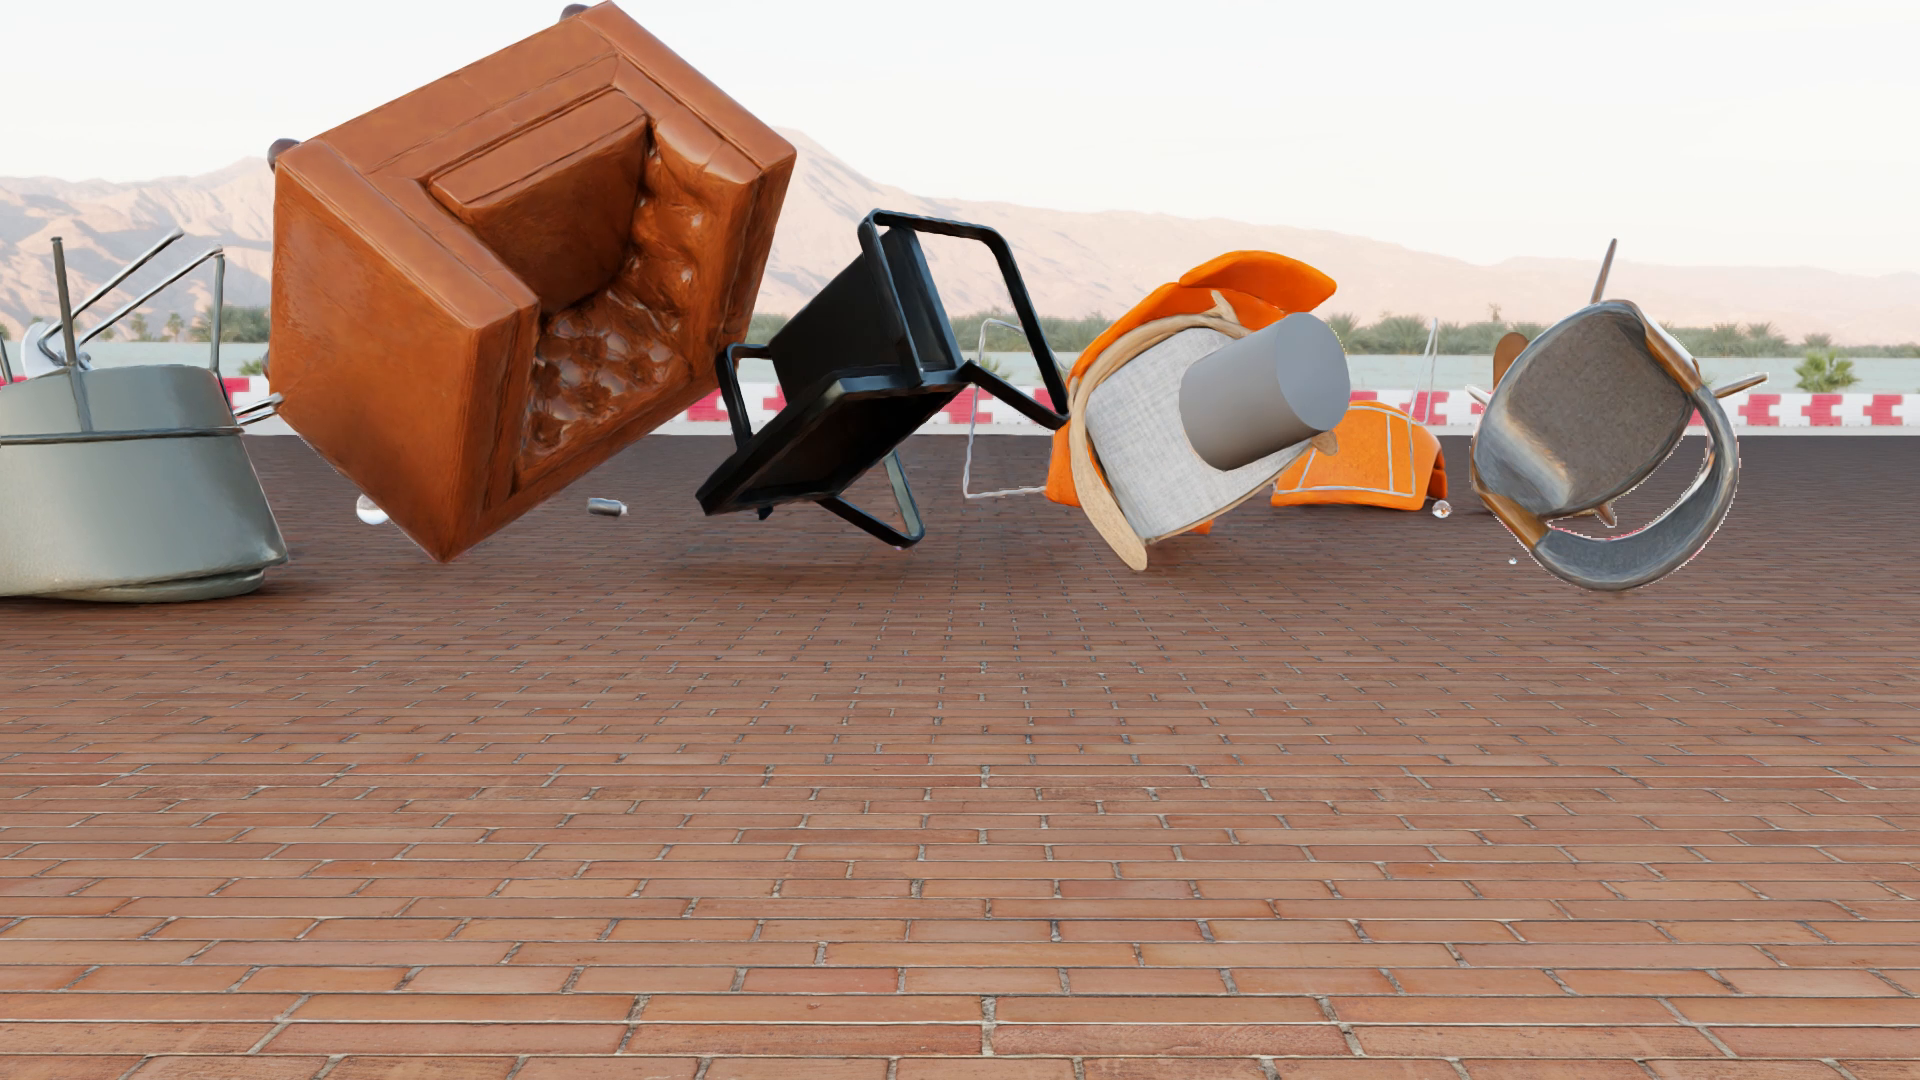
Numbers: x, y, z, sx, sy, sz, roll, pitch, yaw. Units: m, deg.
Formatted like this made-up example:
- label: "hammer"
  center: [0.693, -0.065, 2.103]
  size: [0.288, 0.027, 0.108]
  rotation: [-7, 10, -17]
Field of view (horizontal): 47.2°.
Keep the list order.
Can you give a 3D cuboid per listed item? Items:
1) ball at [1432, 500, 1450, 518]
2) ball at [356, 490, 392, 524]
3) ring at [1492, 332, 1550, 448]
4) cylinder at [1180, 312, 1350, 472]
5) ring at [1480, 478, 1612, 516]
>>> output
- label: "ball"
  center: [1.677, -0.107, 7.659]
  size: [0.060, 0.060, 0.060]
  rotation: [0, 4, 0]
- label: "ball"
  center: [-1.937, -0.107, 7.268]
  size: [0.115, 0.115, 0.115]
  rotation: [0, 4, 0]
- label: "ring"
  center: [1.718, -0.458, 6.730]
  size: [0.166, 0.360, 0.095]
  rotation: [-9, 6, 32]
- label: "cylinder"
  center: [0.695, -0.336, 5.027]
  size: [0.241, 0.283, 0.309]
  rotation: [17, -26, -34]
- label: "ring"
  center: [2.111, -0.153, 7.932]
  size: [0.465, 0.119, 0.403]
  rotation: [3, 6, 30]
